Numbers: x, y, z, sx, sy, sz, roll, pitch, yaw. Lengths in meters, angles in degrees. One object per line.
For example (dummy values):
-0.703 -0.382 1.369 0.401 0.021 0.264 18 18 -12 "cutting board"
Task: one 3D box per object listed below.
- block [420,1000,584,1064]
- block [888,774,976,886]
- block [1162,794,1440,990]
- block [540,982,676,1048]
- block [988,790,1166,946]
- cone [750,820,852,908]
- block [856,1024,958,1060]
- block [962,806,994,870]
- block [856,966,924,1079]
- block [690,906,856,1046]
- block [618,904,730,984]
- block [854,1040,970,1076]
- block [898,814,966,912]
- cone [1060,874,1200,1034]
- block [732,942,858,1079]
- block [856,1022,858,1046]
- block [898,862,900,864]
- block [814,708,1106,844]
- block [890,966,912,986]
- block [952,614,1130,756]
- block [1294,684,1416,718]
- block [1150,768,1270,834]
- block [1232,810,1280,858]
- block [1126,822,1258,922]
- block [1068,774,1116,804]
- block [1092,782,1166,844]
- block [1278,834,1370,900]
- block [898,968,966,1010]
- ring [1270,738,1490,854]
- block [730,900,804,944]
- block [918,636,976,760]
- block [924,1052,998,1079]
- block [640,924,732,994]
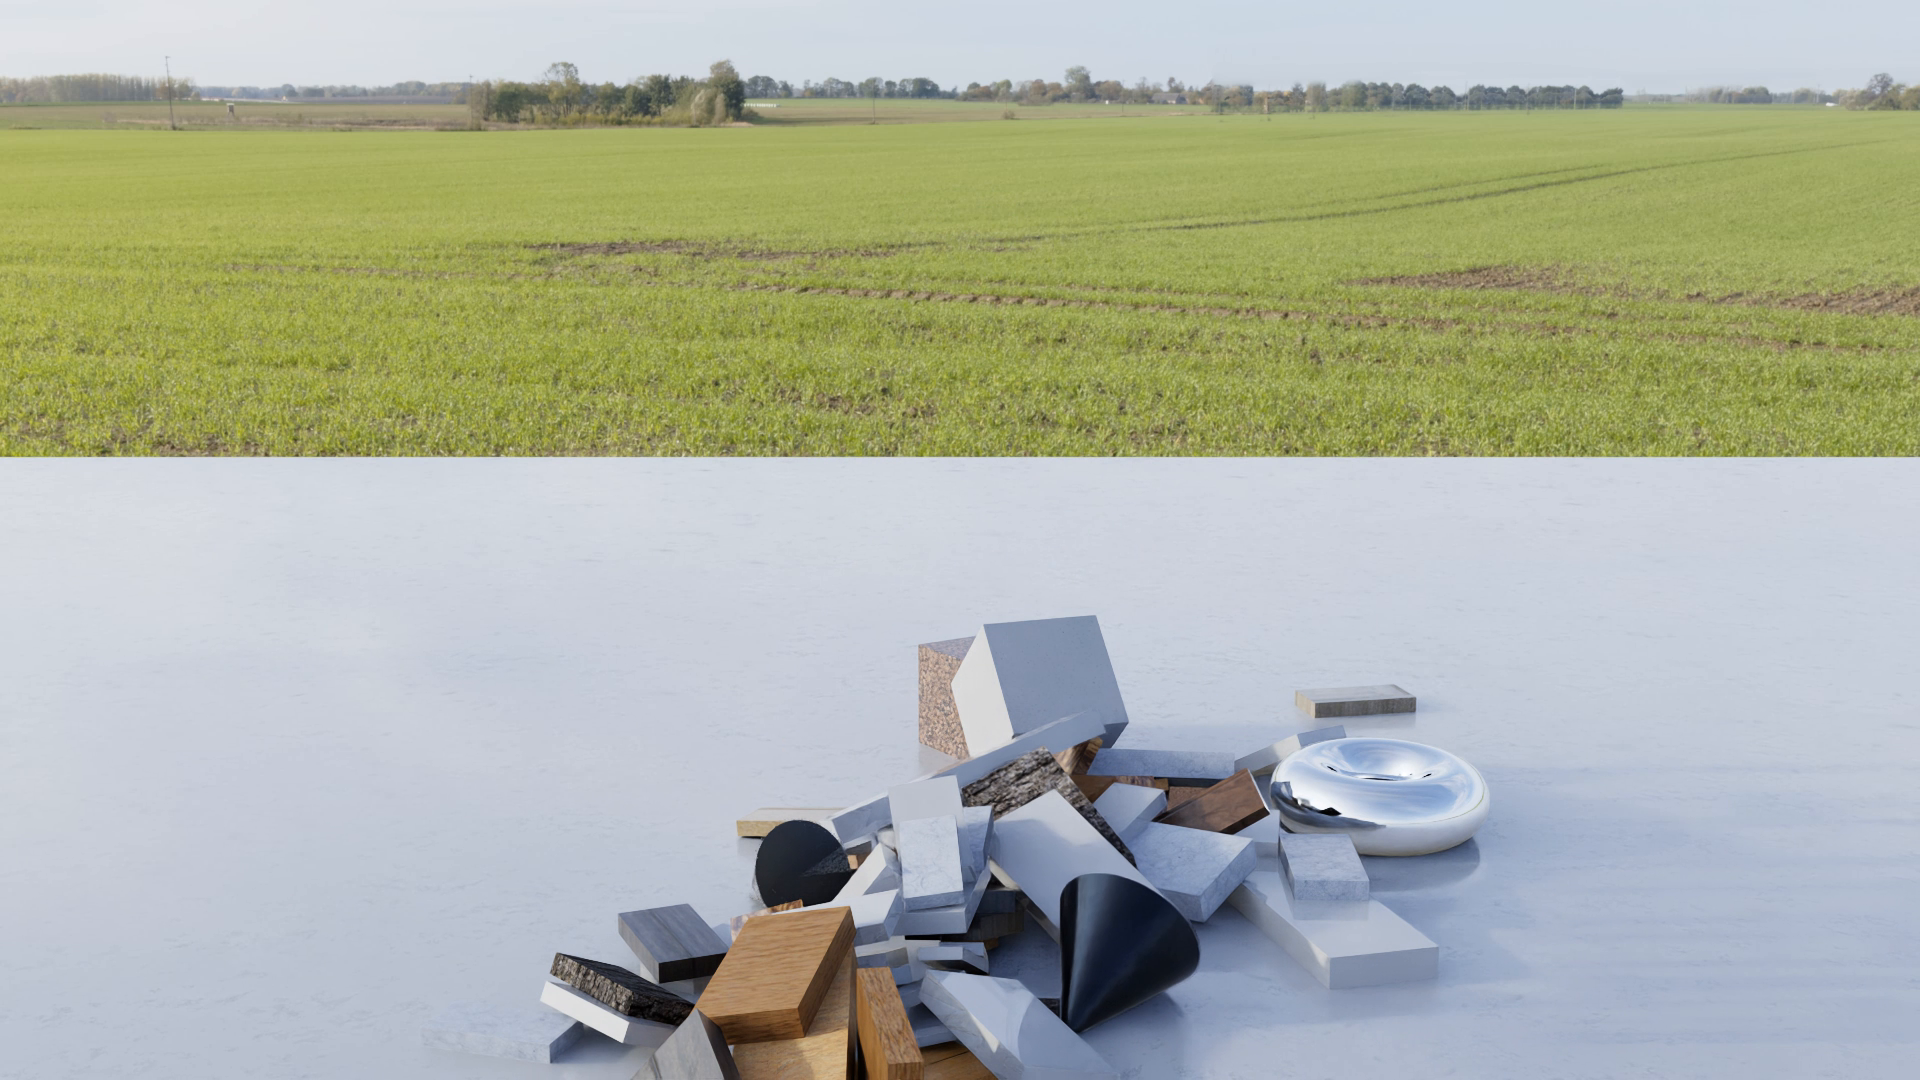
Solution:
-0.639 0.686 3.072 0.200 0.028 0.100 3 11 17 "block"
-0.045 0.448 3.369 0.110 0.031 0.220 -10 32 -2 "block"
0.523 0.564 3.670 0.177 0.050 0.833 -3 11 -15 "block"
-0.487 0.666 3.076 0.202 0.029 0.101 11 -9 46 "block"
0.169 0.530 3.475 0.162 0.046 0.324 -26 37 -18 "block"
-0.300 0.564 3.589 0.179 0.179 0.179 -8 -13 -38 "cone"
-0.185 0.697 2.956 0.392 0.014 0.048 -8 -1 -19 "block"
-0.010 0.471 3.458 0.110 0.031 0.220 -5 11 6 "block"
-0.087 0.651 2.700 0.042 0.149 0.299 -2 11 -9 "block"
-0.251 0.591 2.989 0.152 0.043 0.304 -9 14 13 "block"
-0.433 0.608 3.327 0.113 0.032 0.226 -5 11 -23 "block"
-0.065 0.708 2.977 0.148 0.021 0.074 -9 14 -39 "block"
-0.042 0.478 3.269 0.087 0.025 0.174 -8 32 0 "block"
0.194 0.636 3.145 0.224 0.224 0.224 6 39 31 "cone"
-0.216 0.656 2.881 0.152 0.043 0.477 -12 14 1 "block"
-0.146 0.677 3.034 0.069 0.020 0.138 -8 -2 -6 "block"
-0.040 0.537 3.595 0.112 0.016 0.056 -4 -6 40 "block"
-0.003 0.416 3.840 0.515 0.046 0.162 -21 -3 -19 "block"
-0.221 0.652 3.178 0.294 0.025 0.087 -5 -10 -23 "block"
0.150 0.314 4.248 0.235 0.235 0.235 -4 -31 -20 "block"
0.871 0.354 4.846 0.236 0.033 0.118 -2 11 -12 "block"
0.412 0.478 3.734 0.217 0.026 0.091 -30 42 9 "block"
0.503 0.503 3.790 0.091 0.026 0.183 2 11 9 "block"
0.293 0.536 3.648 0.354 0.050 0.177 5 27 37 "block"
0.196 0.448 3.842 0.101 0.029 0.202 0 7 22 "block"
0.254 0.477 3.709 0.101 0.029 0.202 4 27 37 "block"
0.594 0.534 3.603 0.118 0.033 0.236 0 11 2 "block"
-0.063 0.651 3.159 0.138 0.020 0.069 -18 -1 -22 "block"
0.761 0.463 4.001 0.396 0.132 0.396 0 12 0 "ring"
-0.281 0.604 3.283 0.113 0.032 0.226 -14 12 -4 "block"
0.059 0.324 4.531 0.209 0.209 0.209 -7 13 -33 "block"
-0.011 0.718 2.924 0.149 0.021 0.074 -8 13 -38 "block"
-0.383 0.636 3.345 0.100 0.028 0.200 6 12 31 "block"
